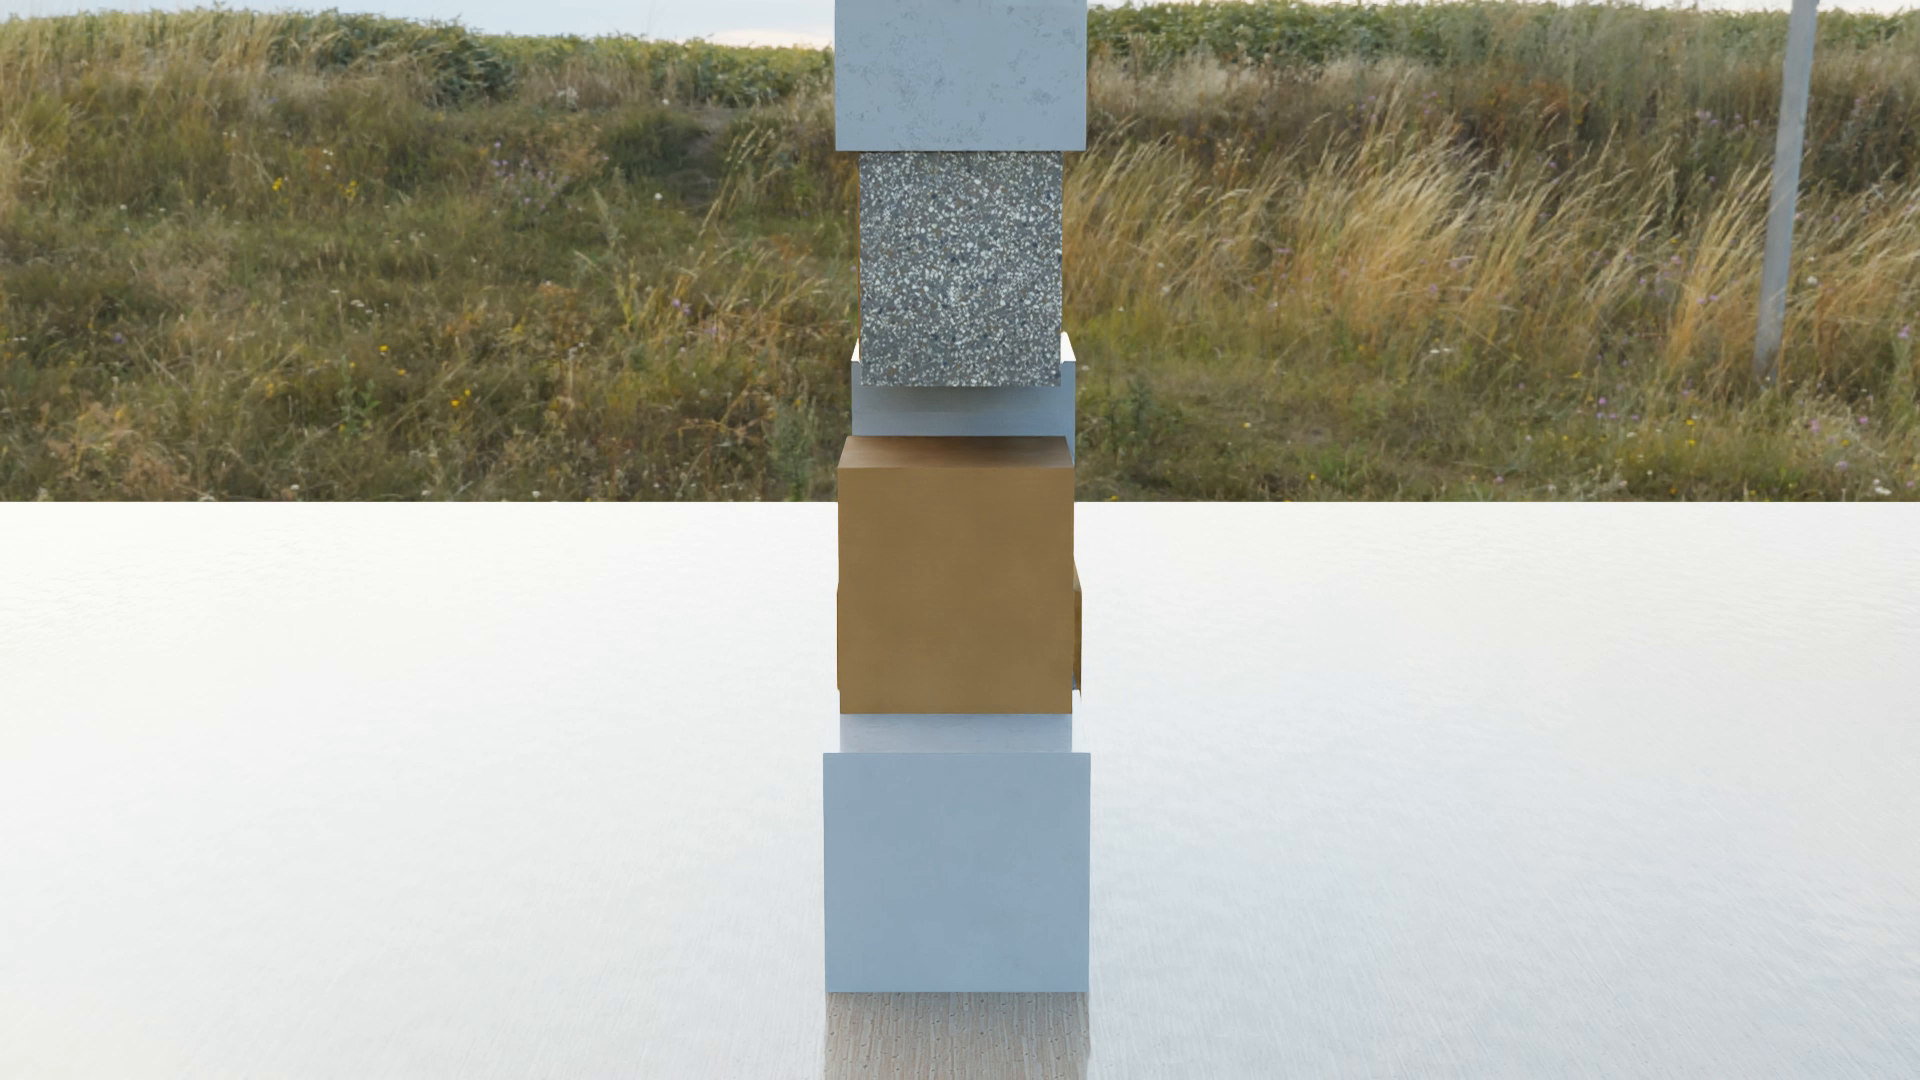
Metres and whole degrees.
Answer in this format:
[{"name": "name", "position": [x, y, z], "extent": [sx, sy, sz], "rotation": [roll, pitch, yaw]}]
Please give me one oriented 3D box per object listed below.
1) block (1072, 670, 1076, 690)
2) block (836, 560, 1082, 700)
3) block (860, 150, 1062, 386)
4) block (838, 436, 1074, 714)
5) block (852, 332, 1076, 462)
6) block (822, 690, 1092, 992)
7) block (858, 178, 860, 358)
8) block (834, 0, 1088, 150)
[{"name": "block", "position": [-0.008, 1.019, 11.357], "extent": [1.006, 0.931, 1.029], "rotation": [0, 10, 0]}, {"name": "block", "position": [-0.003, 0.718, 12.355], "extent": [1.127, 1.166, 1.023], "rotation": [0, 10, 0]}, {"name": "block", "position": [0.004, -1.149, 10.518], "extent": [0.793, 0.927, 0.874], "rotation": [0, 11, 0]}, {"name": "block", "position": [-0.016, 0.127, 10.703], "extent": [0.940, 1.006, 0.911], "rotation": [0, 10, 0]}, {"name": "block", "position": [0.015, -0.310, 11.577], "extent": [0.961, 1.139, 0.953], "rotation": [0, 12, 0]}, {"name": "block", "position": [-0.012, 1.190, 10.344], "extent": [1.021, 0.957, 1.005], "rotation": [0, 10, 0]}, {"name": "block", "position": [-0.012, -1.233, 11.366], "extent": [0.848, 0.755, 0.810], "rotation": [0, 12, 0]}, {"name": "block", "position": [0.002, -2.080, 10.353], "extent": [0.973, 0.964, 0.968], "rotation": [0, 11, 0]}]
